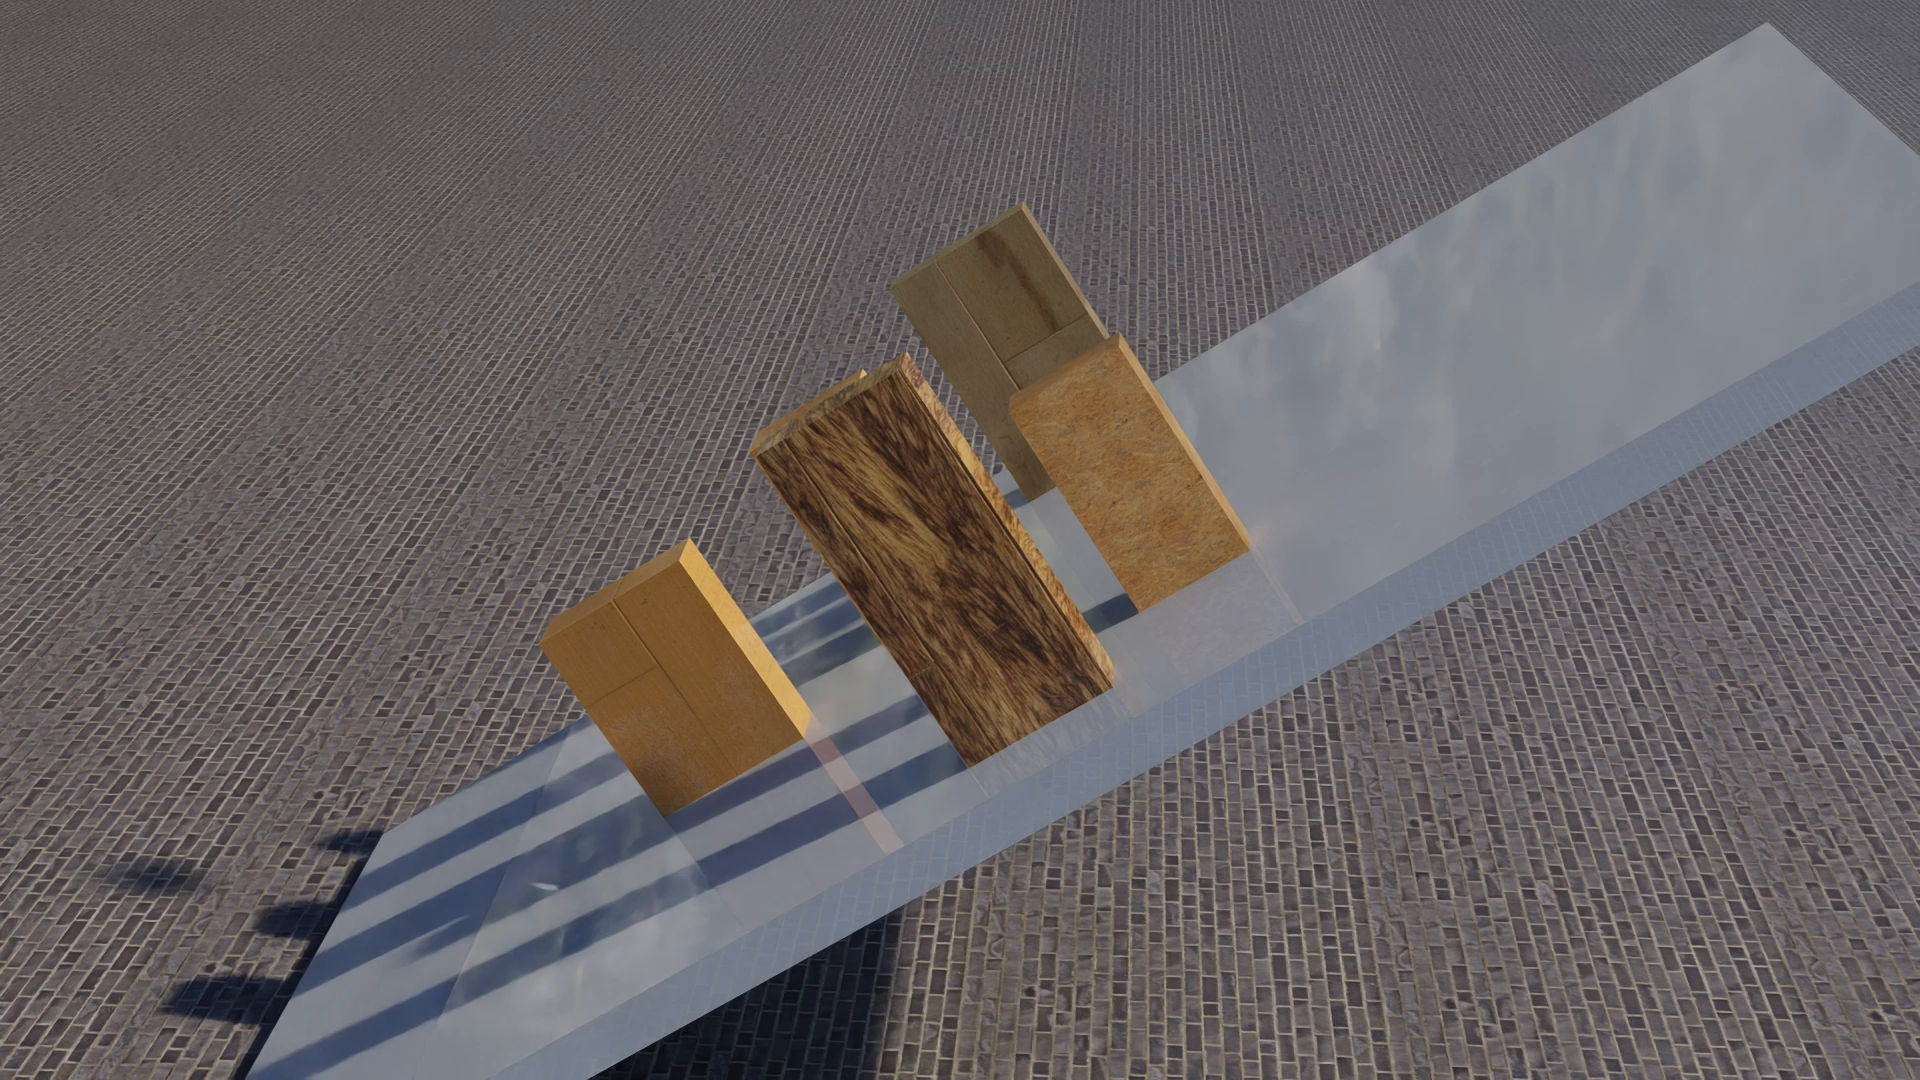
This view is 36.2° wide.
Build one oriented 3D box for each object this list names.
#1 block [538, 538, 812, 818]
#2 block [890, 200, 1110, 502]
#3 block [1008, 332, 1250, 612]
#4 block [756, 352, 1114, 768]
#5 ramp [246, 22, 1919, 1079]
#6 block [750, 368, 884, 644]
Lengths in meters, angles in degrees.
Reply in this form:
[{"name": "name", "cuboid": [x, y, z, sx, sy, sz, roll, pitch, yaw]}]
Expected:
[{"name": "block", "cuboid": [-0.612, 0.299, 6.349, 0.366, 0.474, 0.146, -30, 15, 13]}, {"name": "block", "cuboid": [0.153, -0.431, 6.778, 0.357, 0.601, 0.083, -30, 15, 13]}, {"name": "block", "cuboid": [0.329, -0.129, 5.701, 0.249, 0.481, 0.104, -30, 15, 13]}, {"name": "block", "cuboid": [-0.040, 0.041, 5.467, 0.318, 0.724, 0.118, -30, 15, 13]}, {"name": "ramp", "cuboid": [0.140, 0.170, 6.293, 4.000, 0.100, 2.000, -30, 15, 13]}, {"name": "block", "cuboid": [-0.194, -0.073, 6.528, 0.280, 0.529, 0.150, -30, 15, 13]}]
